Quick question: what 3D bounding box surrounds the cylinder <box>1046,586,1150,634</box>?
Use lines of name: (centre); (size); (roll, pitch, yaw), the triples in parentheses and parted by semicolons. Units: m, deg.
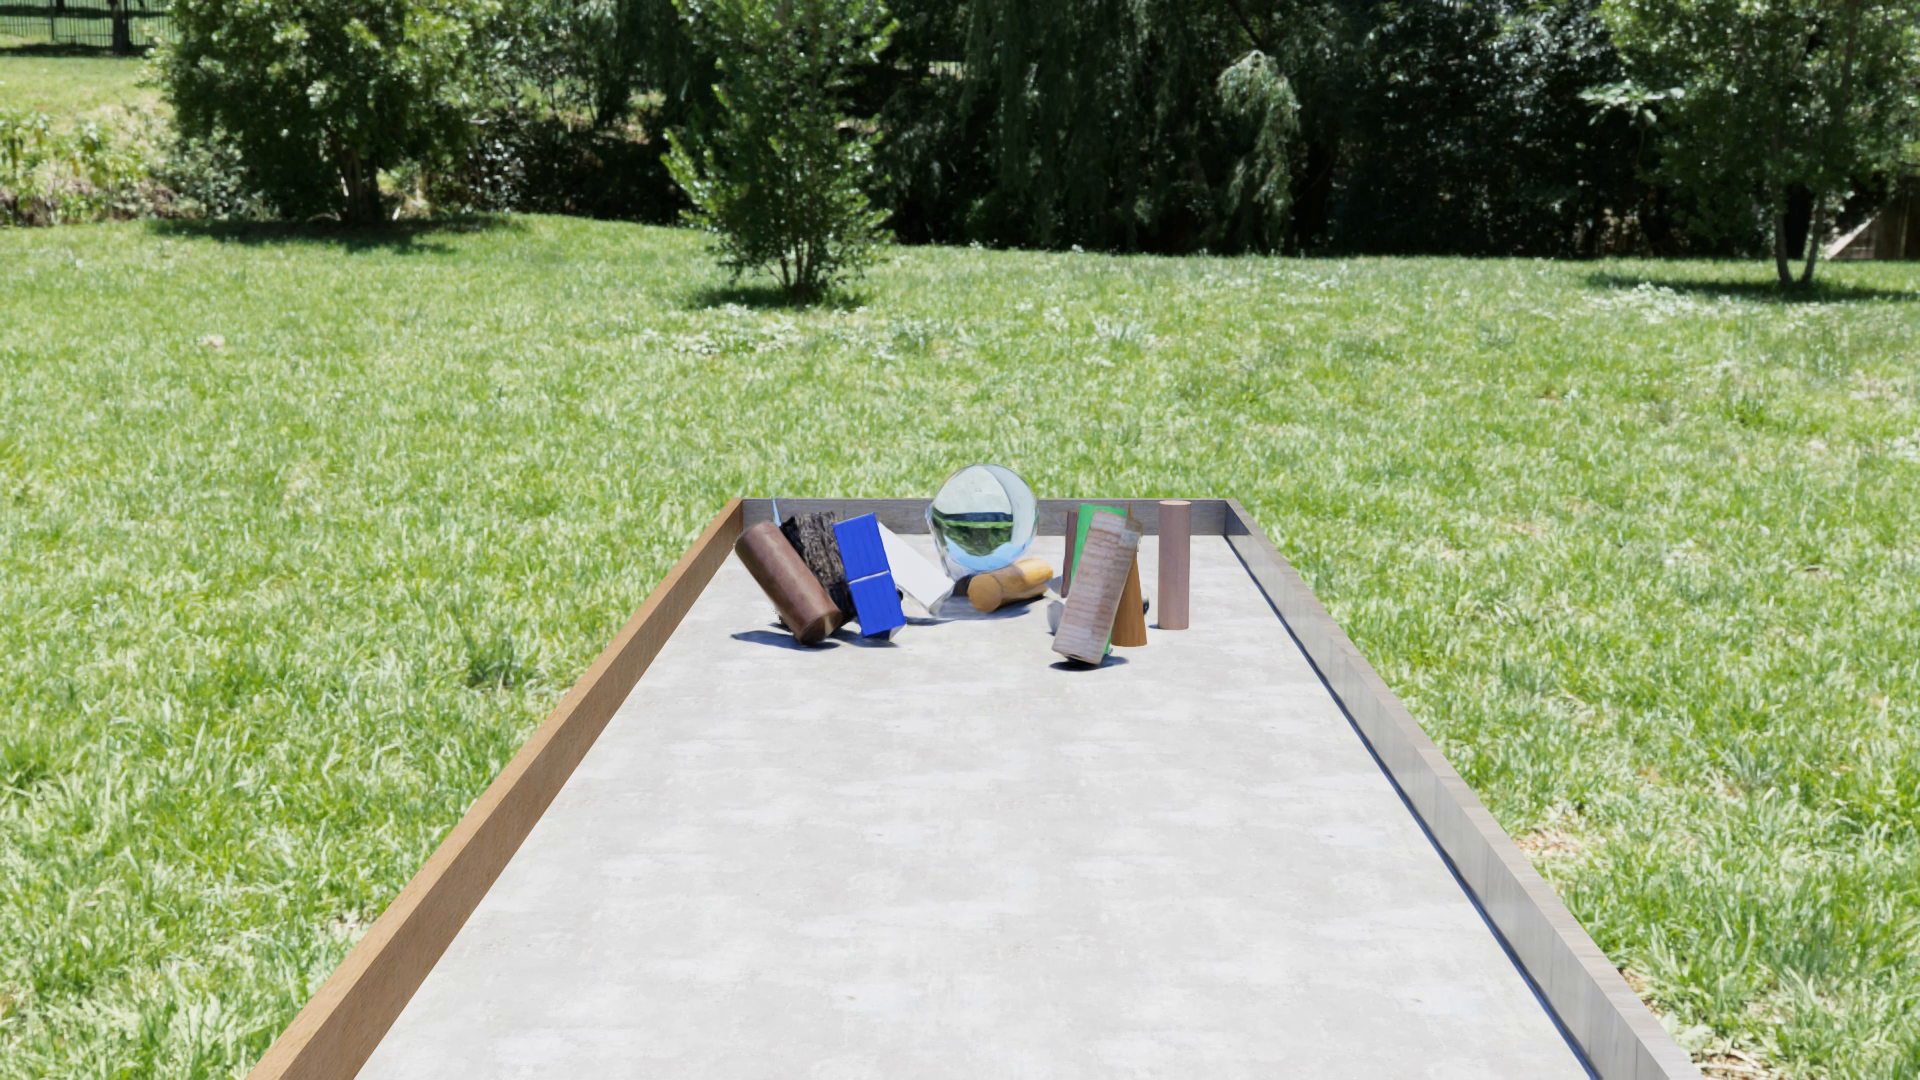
cylinder: (0.450, 0.226, 7.155); (0.345, 0.117, 0.117); (-11, 14, -38)

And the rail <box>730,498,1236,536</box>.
rail: (0.099, -0.098, 9.147); (2.100, 0.150, 0.050); (0, 9, 1)

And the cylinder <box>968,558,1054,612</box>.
cylinder: (0.179, 0.154, 7.614); (0.134, 0.134, 0.383); (5, 10, 29)

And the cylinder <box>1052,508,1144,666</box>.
cylinder: (0.413, 0.142, 6.610); (0.155, 0.445, 0.155); (17, 0, 0)

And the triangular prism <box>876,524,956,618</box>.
triangular prism: (-0.183, 0.092, 7.331); (0.346, 0.129, 0.149); (38, -6, 19)

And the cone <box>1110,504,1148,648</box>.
cone: (0.531, 0.099, 6.916); (0.122, 0.460, 0.122); (0, 9, 0)

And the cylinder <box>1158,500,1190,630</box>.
cylinder: (0.698, 0.082, 7.172); (0.103, 0.413, 0.103); (0, 9, 0)

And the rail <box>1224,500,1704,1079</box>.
rail: (1.046, 0.843, 3.208); (0.050, 0.150, 12.000); (0, 9, 1)

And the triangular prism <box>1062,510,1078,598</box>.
triangular prism: (0.376, 0.090, 7.274); (0.118, 0.358, 0.103); (8, -10, -22)

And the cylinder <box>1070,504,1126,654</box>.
cylinder: (0.412, 0.121, 6.761); (0.143, 0.445, 0.143); (7, -2, 0)

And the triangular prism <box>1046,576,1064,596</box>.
triangular prism: (0.452, 0.119, 7.633); (0.140, 0.121, 0.306); (43, 29, 17)

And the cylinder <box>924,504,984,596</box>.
cylinder: (-0.006, 0.019, 7.774); (0.158, 0.325, 0.158); (-14, -28, -8)

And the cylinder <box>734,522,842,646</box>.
cylinder: (-0.543, 0.137, 6.950); (0.161, 0.161, 0.384); (-10, 55, -48)

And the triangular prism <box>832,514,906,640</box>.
triangular prism: (-0.285, 0.126, 6.989); (0.137, 0.386, 0.118); (-16, -18, -2)

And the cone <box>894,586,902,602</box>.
cone: (-0.343, 0.097, 7.325); (0.155, 0.155, 0.331); (-9, 54, -45)

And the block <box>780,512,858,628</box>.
block: (-0.463, 0.105, 7.129); (0.157, 0.350, 0.157); (-6, -18, -35)

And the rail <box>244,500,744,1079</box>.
rail: (-1.004, 0.839, 3.234); (0.050, 0.150, 12.000); (0, 9, 1)

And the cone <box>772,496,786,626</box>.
cone: (-0.577, 0.059, 7.221); (0.123, 0.427, 0.123); (-11, -4, -1)

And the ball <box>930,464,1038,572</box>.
ball: (0.084, -0.077, 7.445); (0.366, 0.366, 0.366); (0, 9, 0)
